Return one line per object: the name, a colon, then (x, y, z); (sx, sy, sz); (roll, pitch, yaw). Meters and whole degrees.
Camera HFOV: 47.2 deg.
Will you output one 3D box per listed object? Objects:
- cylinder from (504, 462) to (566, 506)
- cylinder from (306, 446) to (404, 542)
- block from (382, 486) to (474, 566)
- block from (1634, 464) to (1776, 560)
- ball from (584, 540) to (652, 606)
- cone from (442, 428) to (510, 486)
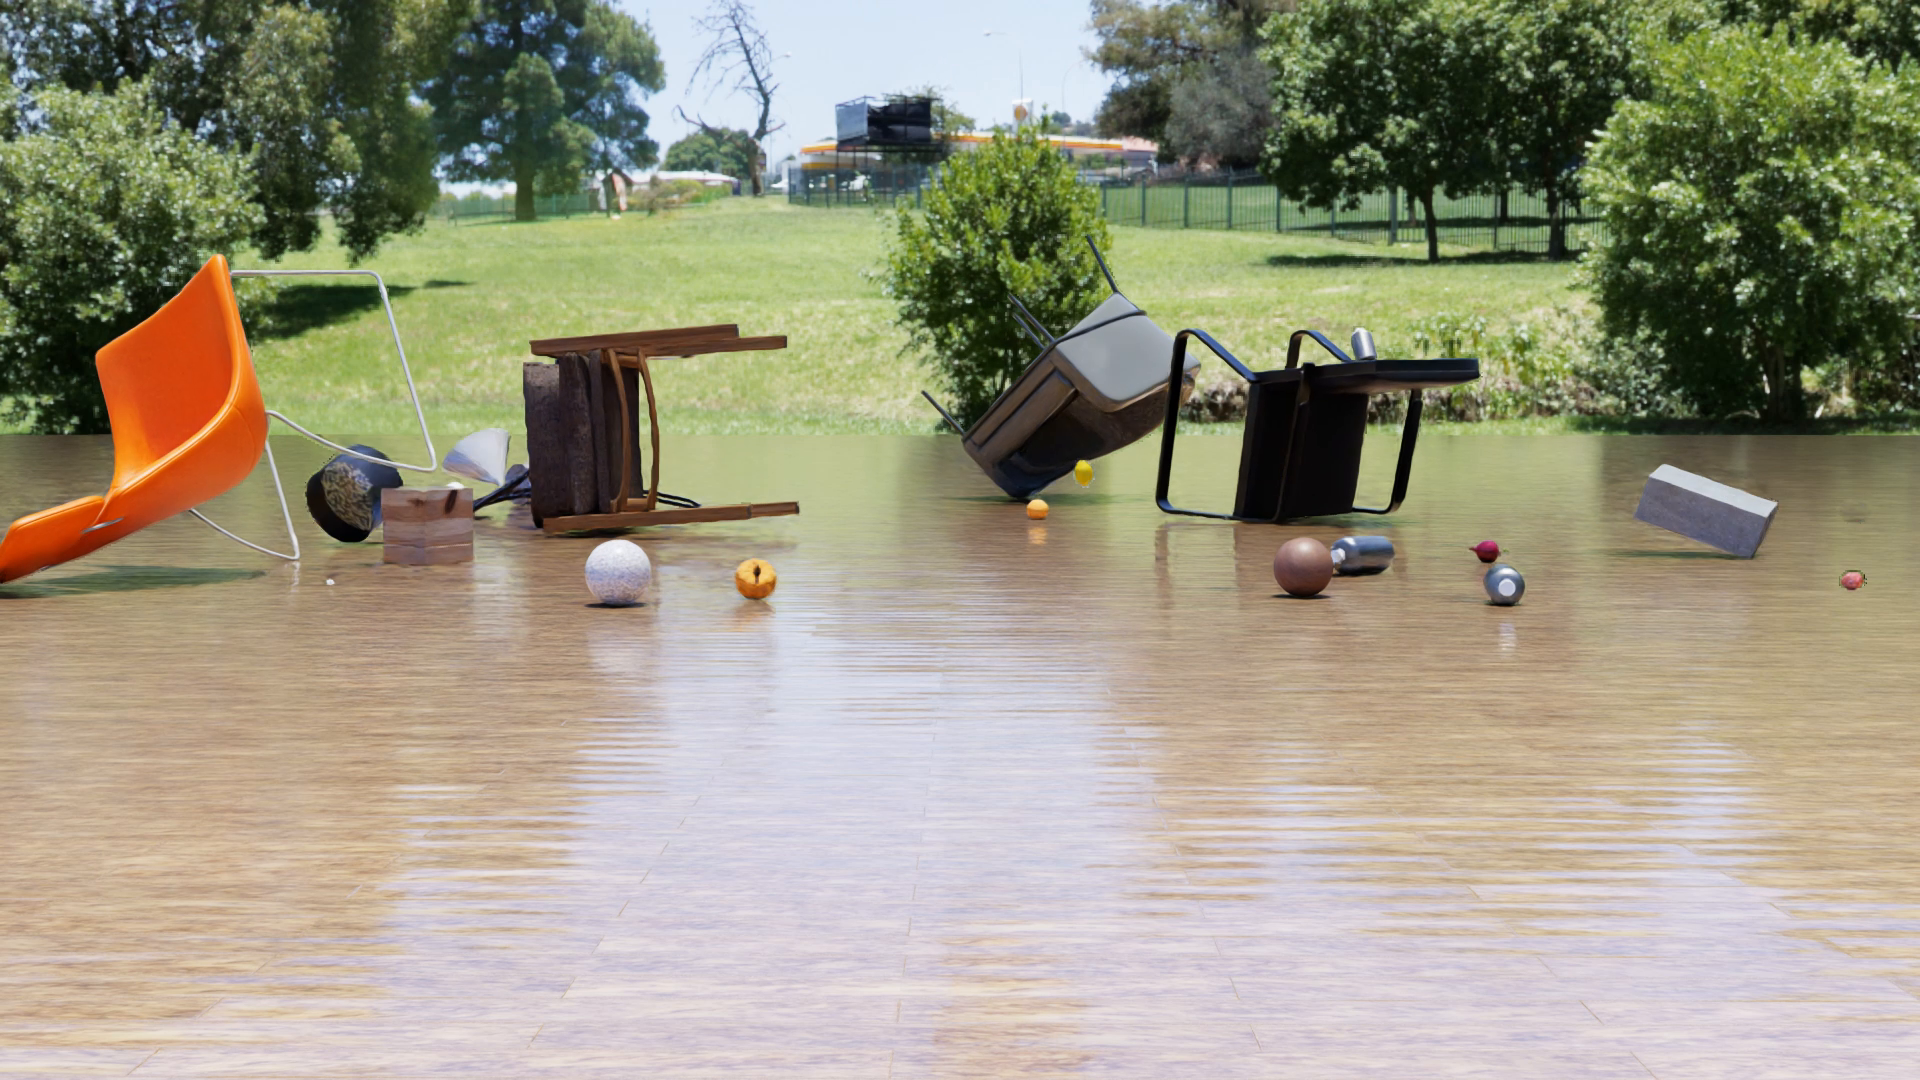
cylinder: (-1.651, -0.219, 8.550); (0.171, 0.162, 0.164); (-5, 0, 42)
cylinder: (-1.738, -0.133, 6.321); (0.220, 0.235, 0.160); (8, 31, 18)
block: (-1.376, -0.039, 5.687); (0.161, 0.190, 0.165); (4, 6, 35)
block: (2.007, -0.079, 5.918); (0.315, 0.121, 0.212); (23, 20, 22)
ball: (-0.709, 0.067, 4.561); (0.137, 0.137, 0.137); (0, 4, 0)
cone: (-1.626, -0.245, 7.603); (0.264, 0.194, 0.189); (-28, 57, -24)
